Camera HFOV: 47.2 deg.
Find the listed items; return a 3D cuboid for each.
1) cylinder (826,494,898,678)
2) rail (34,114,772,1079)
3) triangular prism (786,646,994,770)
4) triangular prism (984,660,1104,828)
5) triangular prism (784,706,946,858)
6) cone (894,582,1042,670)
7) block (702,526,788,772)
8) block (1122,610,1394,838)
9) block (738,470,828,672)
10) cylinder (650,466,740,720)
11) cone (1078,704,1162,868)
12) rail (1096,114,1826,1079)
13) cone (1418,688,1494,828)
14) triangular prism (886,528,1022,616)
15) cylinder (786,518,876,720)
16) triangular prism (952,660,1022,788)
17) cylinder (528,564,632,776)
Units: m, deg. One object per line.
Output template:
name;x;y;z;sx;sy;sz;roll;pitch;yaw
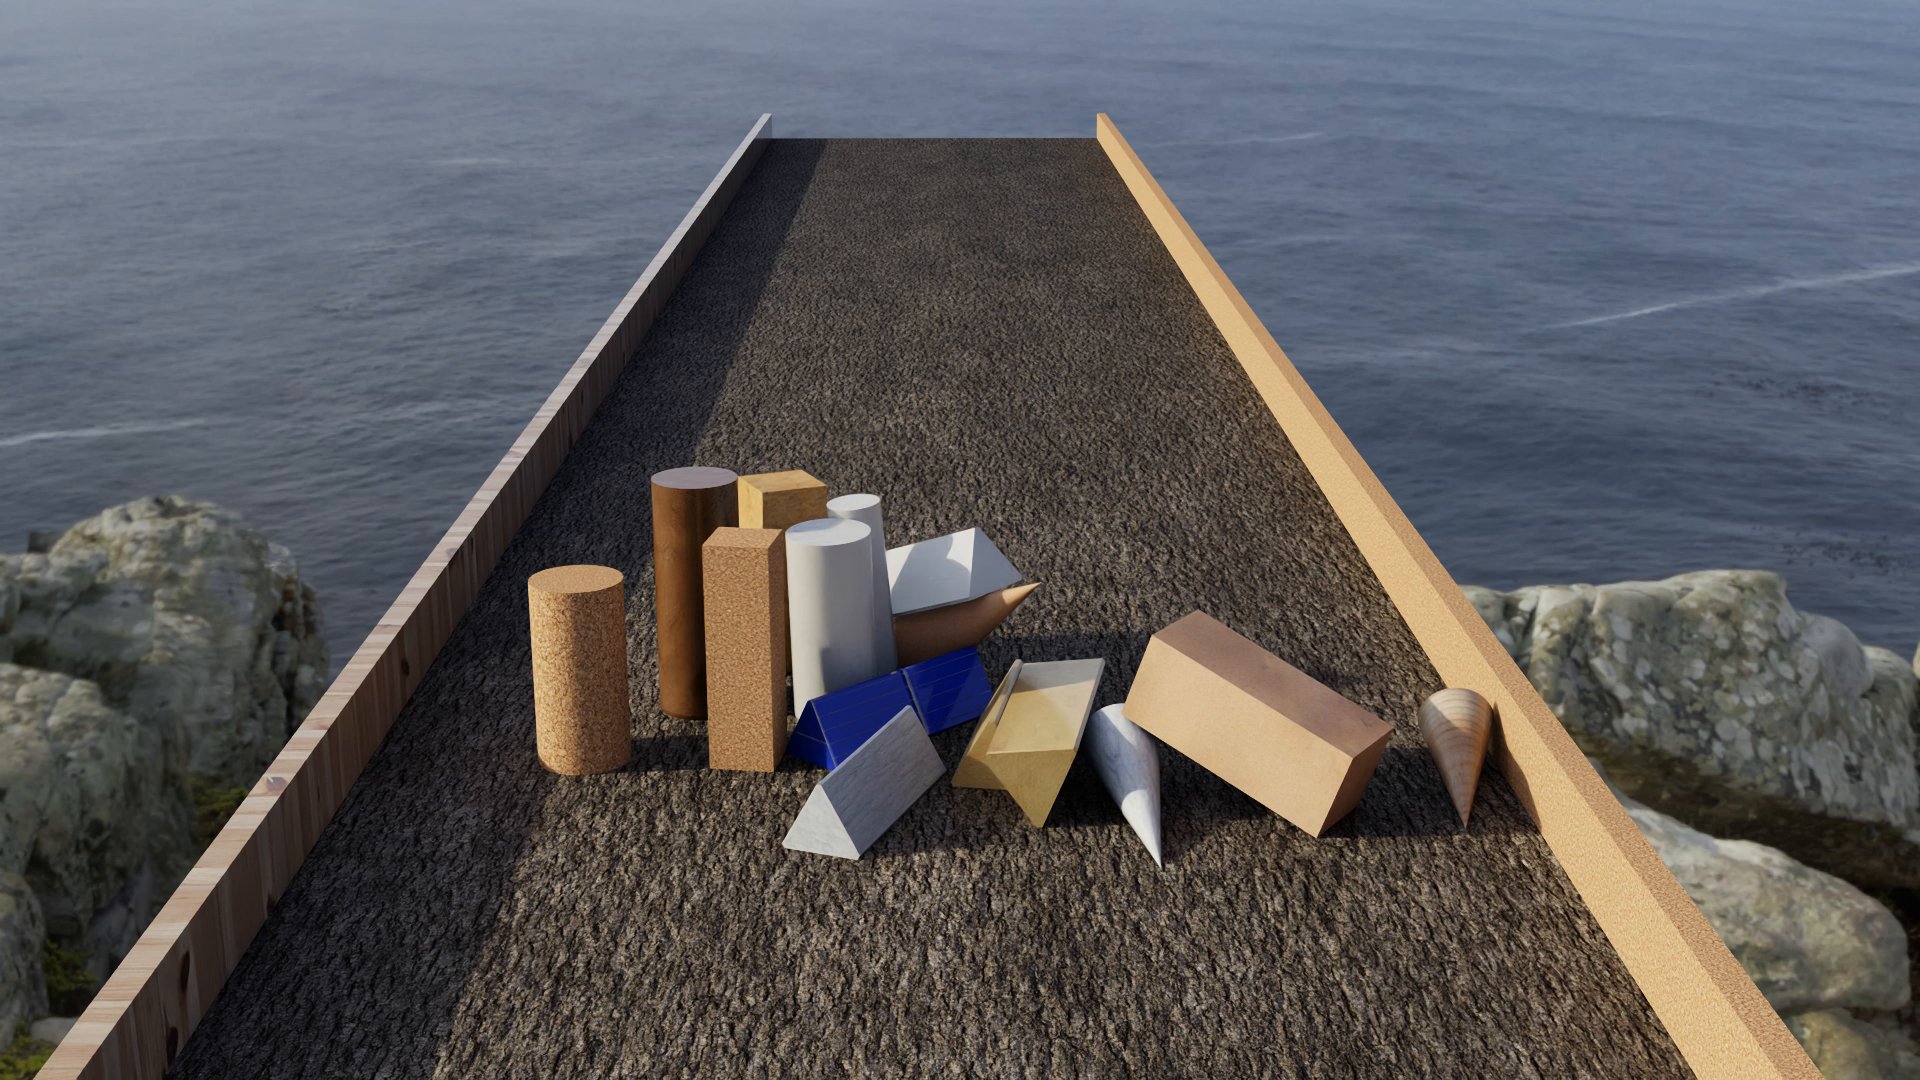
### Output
cylinder;-0.183;0.108;4.188;0.102;0.378;0.102;-5;18;2
rail;-1.118;-0.838;7.780;0.050;0.150;12.000;0;17;-1
triangular prism;-0.120;0.295;4.024;0.132;0.114;0.414;16;23;42
triangular prism;0.174;0.317;3.811;0.132;0.152;0.447;-35;8;18
triangular prism;-0.156;0.394;3.684;0.135;0.117;0.380;6;18;20
cone;0.038;0.141;4.132;0.153;0.153;0.428;-12;-11;-35
block;-0.376;0.192;3.861;0.115;0.410;0.115;2;17;8
block;0.497;0.303;3.698;0.396;0.163;0.163;32;30;24
block;-0.350;0.063;4.356;0.134;0.373;0.134;-7;18;-25
cylinder;-0.488;0.099;4.109;0.159;0.447;0.159;0;17;0
cone;0.297;0.433;3.648;0.143;0.143;0.386;-2;27;-6
rail;0.932;-0.844;7.801;0.050;0.150;12.000;0;17;-1
cone;0.858;0.399;3.770;0.133;0.133;0.339;3;28;8
triangular prism;-0.097;0.070;4.268;0.139;0.121;0.459;-21;4;-41
cylinder;-0.237;0.153;4.077;0.157;0.355;0.157;-1;19;0
triangular prism;0.081;0.322;3.920;0.139;0.120;0.323;3;17;9
cylinder;-0.669;0.228;3.874;0.164;0.335;0.164;0;17;0
